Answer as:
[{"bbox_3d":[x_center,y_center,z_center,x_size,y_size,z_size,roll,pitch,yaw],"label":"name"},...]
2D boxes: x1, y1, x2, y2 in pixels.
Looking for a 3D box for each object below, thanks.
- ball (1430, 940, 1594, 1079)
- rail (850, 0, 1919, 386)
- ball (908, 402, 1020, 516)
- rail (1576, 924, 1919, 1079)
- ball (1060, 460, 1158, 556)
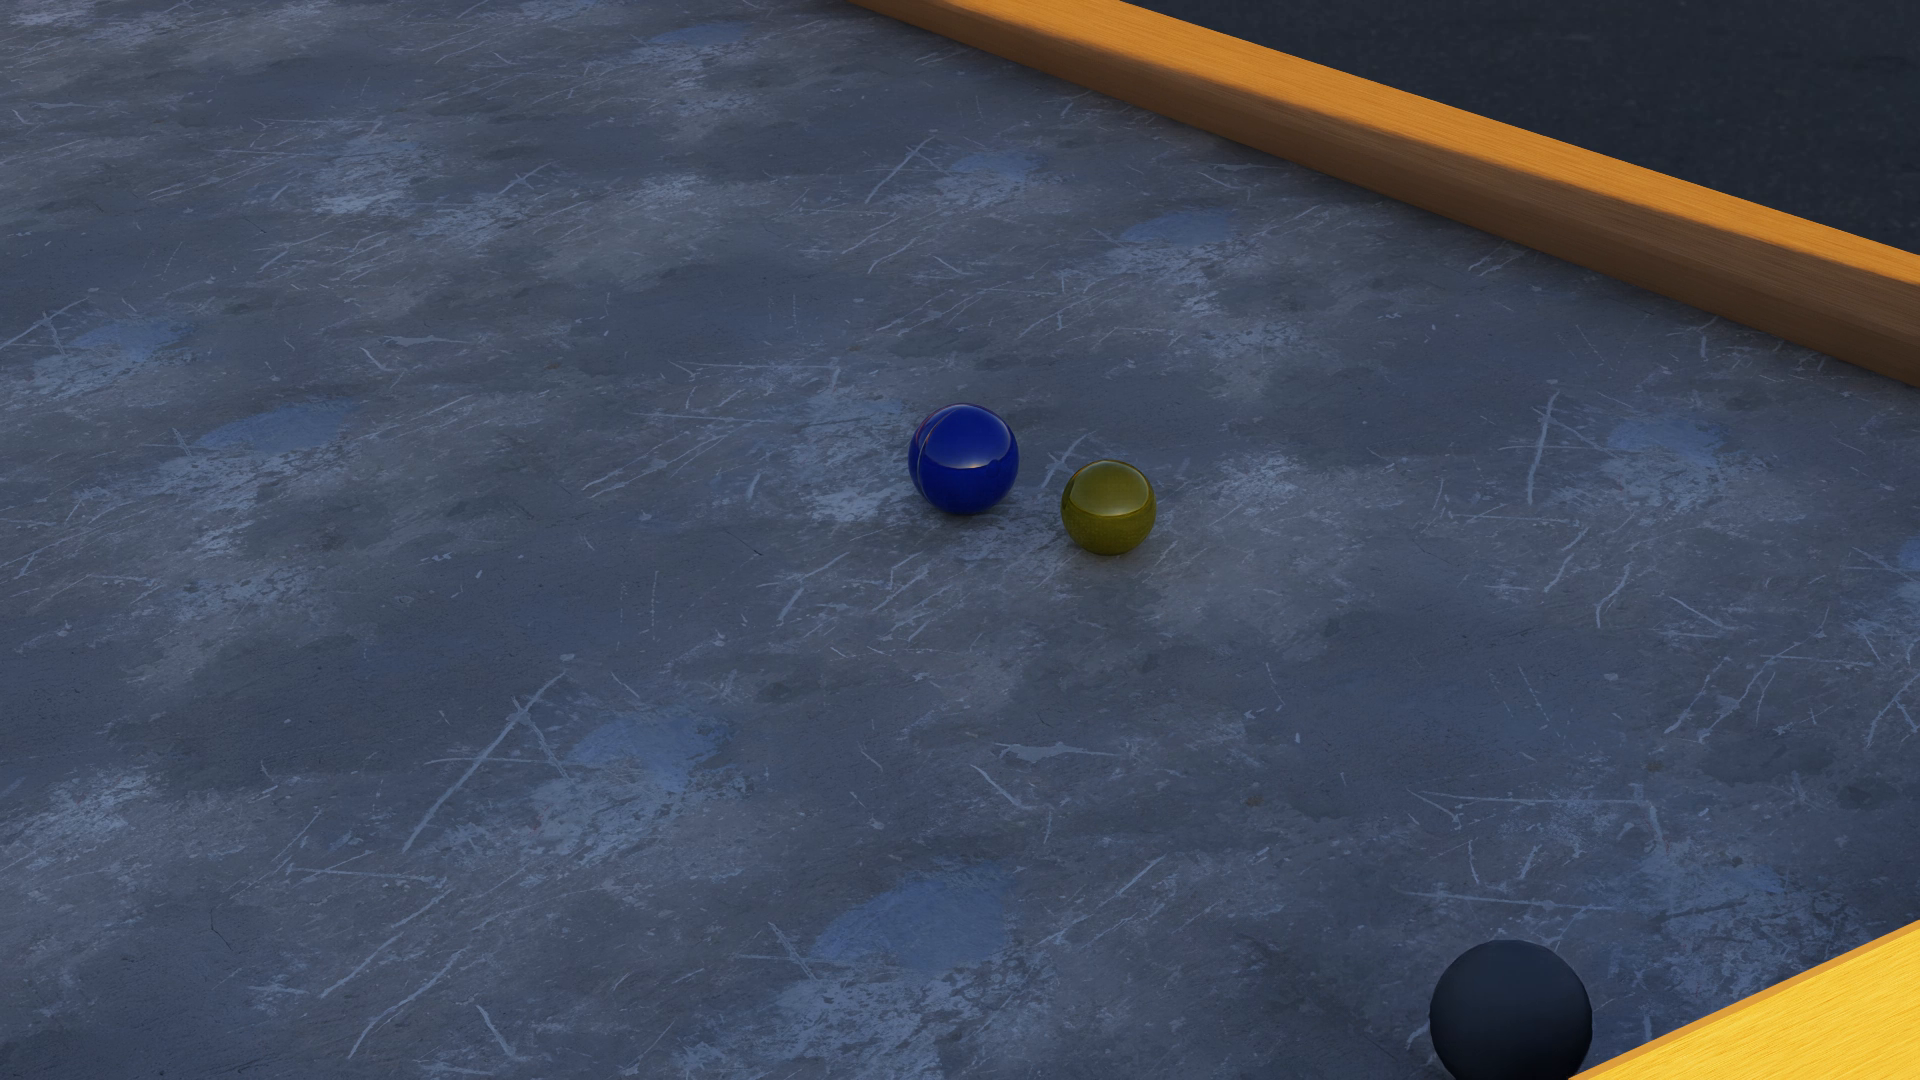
[{"bbox_3d":[0.305,0.266,1.626,0.089,0.089,0.089,0,24,0],"label":"ball"},{"bbox_3d":[0.285,-0.516,3.361,0.045,0.118,3.428,-16,28,-31],"label":"rail"},{"bbox_3d":[0.003,-0.065,2.375,0.091,0.091,0.091,0,24,0],"label":"ball"},{"bbox_3d":[0.473,0.260,1.601,1.922,0.118,0.045,-16,28,-31],"label":"rail"},{"bbox_3d":[0.116,-0.025,2.302,0.076,0.076,0.076,0,24,0],"label":"ball"}]
